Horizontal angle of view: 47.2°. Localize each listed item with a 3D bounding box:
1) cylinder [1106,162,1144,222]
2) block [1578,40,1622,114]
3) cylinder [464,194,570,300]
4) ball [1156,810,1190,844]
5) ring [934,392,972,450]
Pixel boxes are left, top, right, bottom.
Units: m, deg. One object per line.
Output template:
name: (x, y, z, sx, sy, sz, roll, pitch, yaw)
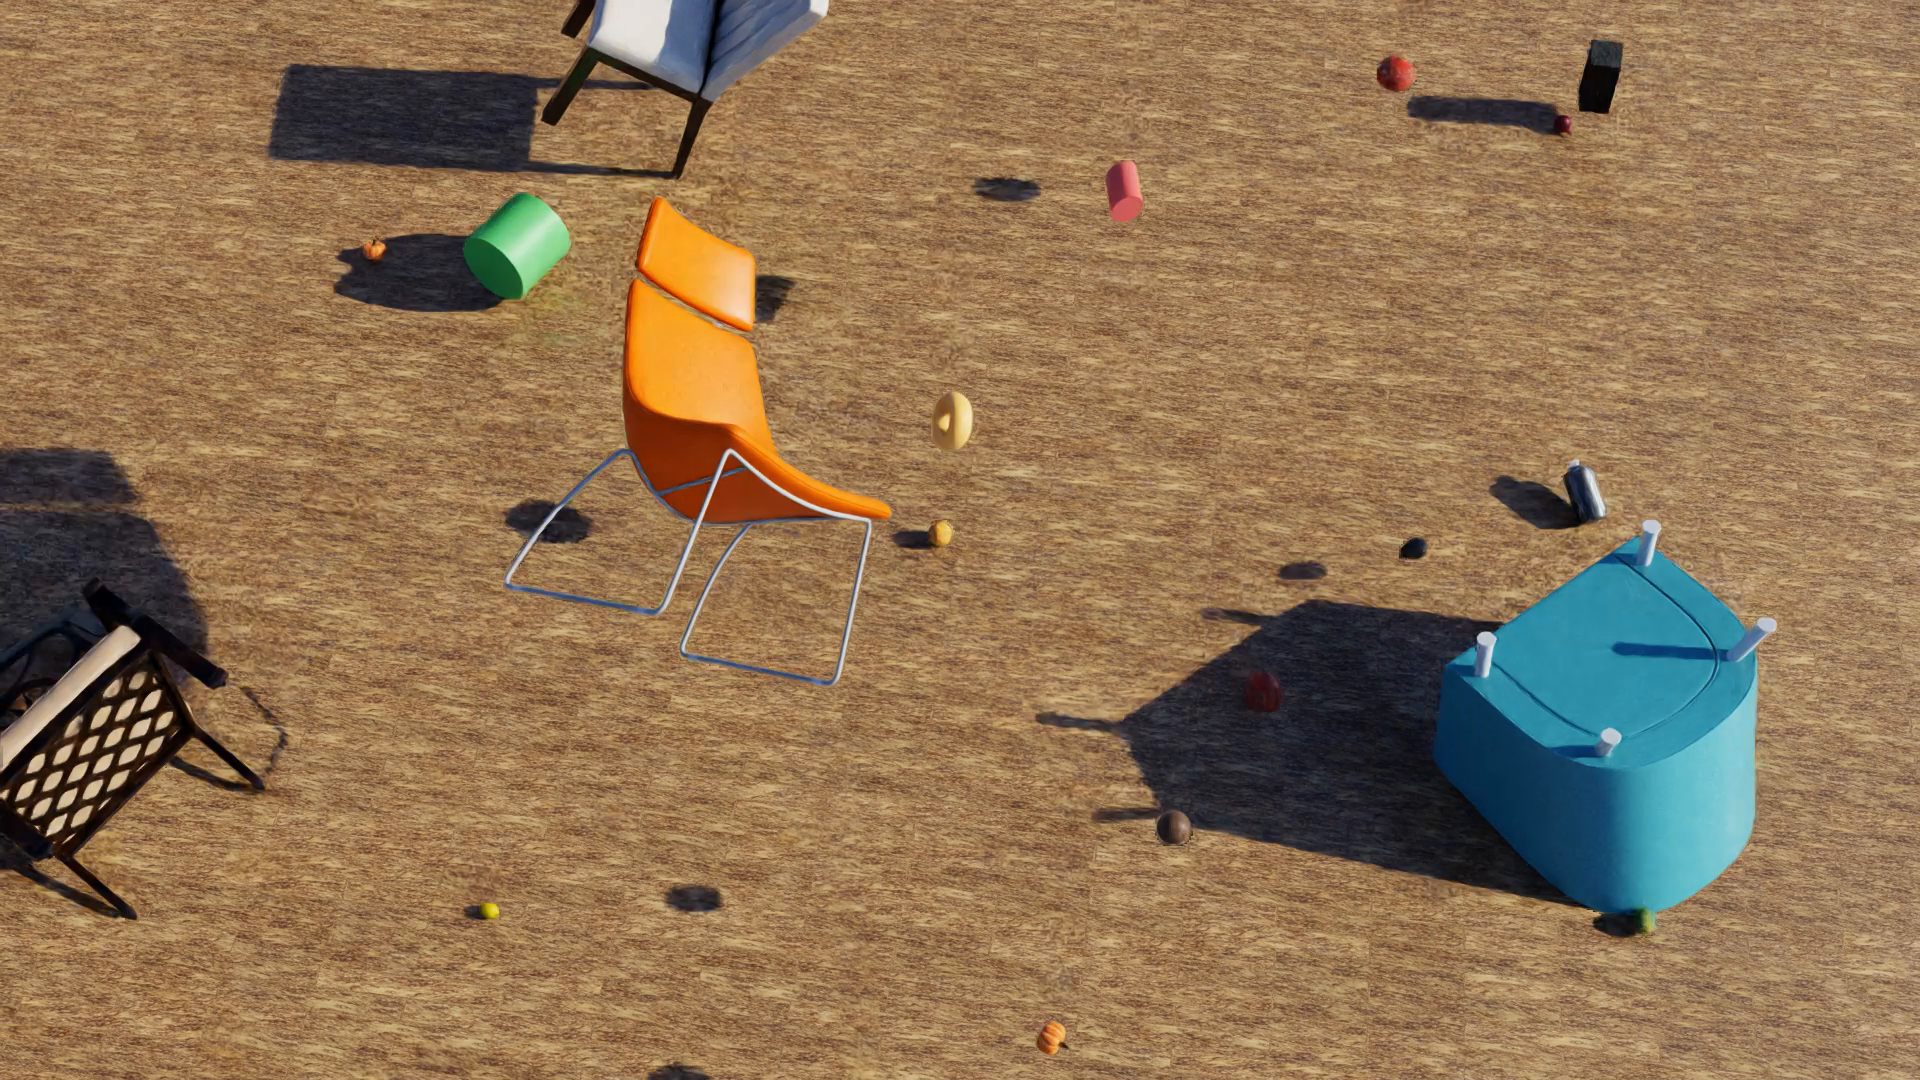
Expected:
cylinder: (0.488, -1.035, 6.534, 0.104, 0.077, 0.180, -36, 36, 27)
block: (2.150, -1.554, 7.387, 0.100, 0.218, 0.113, 9, 58, 9)
cylinder: (-1.413, -0.934, 7.016, 0.243, 0.318, 0.222, 45, 65, -11)
ball: (0.516, 0.694, 5.312, 0.083, 0.083, 0.083, 0, 56, 0)
ring: (-0.021, -0.325, 6.007, 0.063, 0.162, 0.160, 4, 46, -26)
